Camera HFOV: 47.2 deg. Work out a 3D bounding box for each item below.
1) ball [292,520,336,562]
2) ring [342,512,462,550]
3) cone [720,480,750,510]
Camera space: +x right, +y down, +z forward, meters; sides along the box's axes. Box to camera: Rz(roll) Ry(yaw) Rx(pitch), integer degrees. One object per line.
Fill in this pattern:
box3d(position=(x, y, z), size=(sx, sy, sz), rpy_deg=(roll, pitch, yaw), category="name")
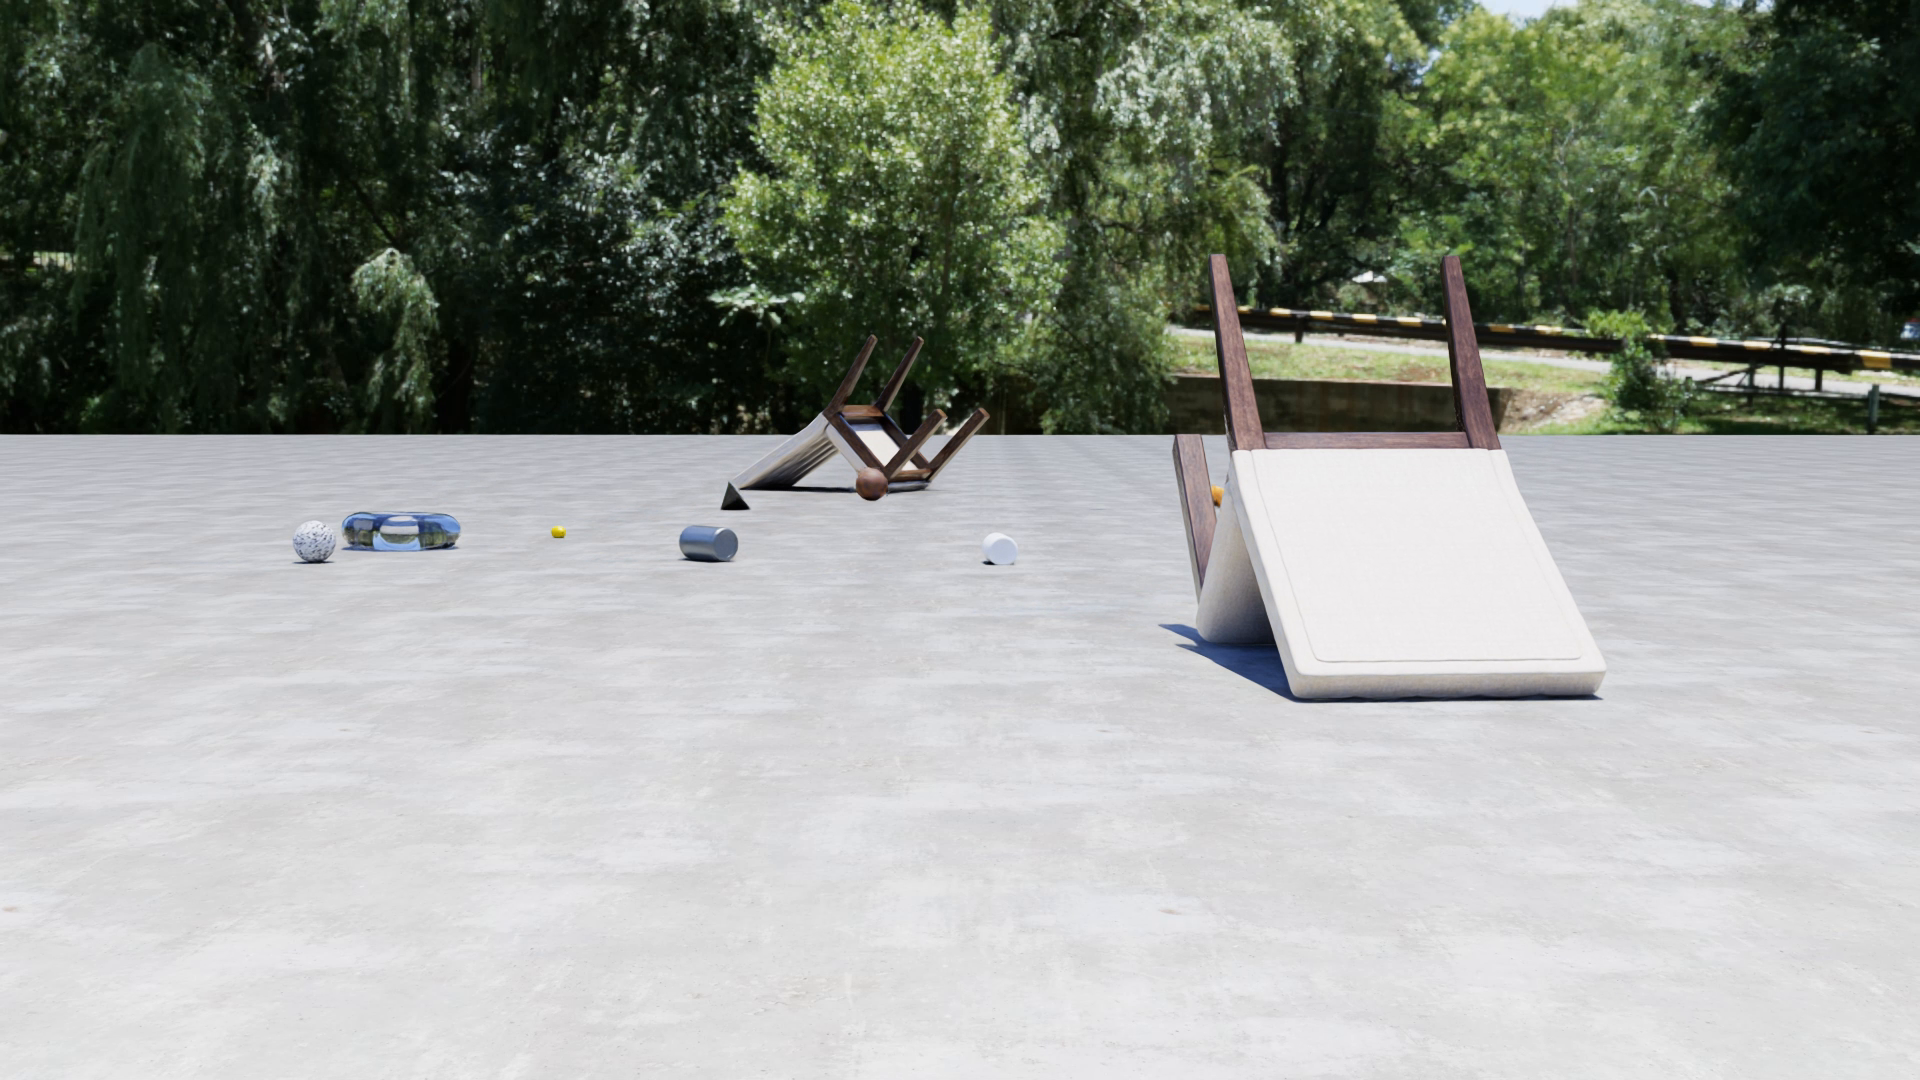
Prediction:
box3d(position=(-1.671, 0.004, 5.694), size=(0.108, 0.108, 0.108), rpy_deg=(0, 4, 0), category="ball")
box3d(position=(-1.576, -0.026, 6.204), size=(0.342, 0.100, 0.272), rpy_deg=(2, 3, 11), category="ring")
box3d(position=(-0.857, -0.141, 8.198), size=(0.091, 0.122, 0.165), rpy_deg=(-37, -25, -2), category="cone")
